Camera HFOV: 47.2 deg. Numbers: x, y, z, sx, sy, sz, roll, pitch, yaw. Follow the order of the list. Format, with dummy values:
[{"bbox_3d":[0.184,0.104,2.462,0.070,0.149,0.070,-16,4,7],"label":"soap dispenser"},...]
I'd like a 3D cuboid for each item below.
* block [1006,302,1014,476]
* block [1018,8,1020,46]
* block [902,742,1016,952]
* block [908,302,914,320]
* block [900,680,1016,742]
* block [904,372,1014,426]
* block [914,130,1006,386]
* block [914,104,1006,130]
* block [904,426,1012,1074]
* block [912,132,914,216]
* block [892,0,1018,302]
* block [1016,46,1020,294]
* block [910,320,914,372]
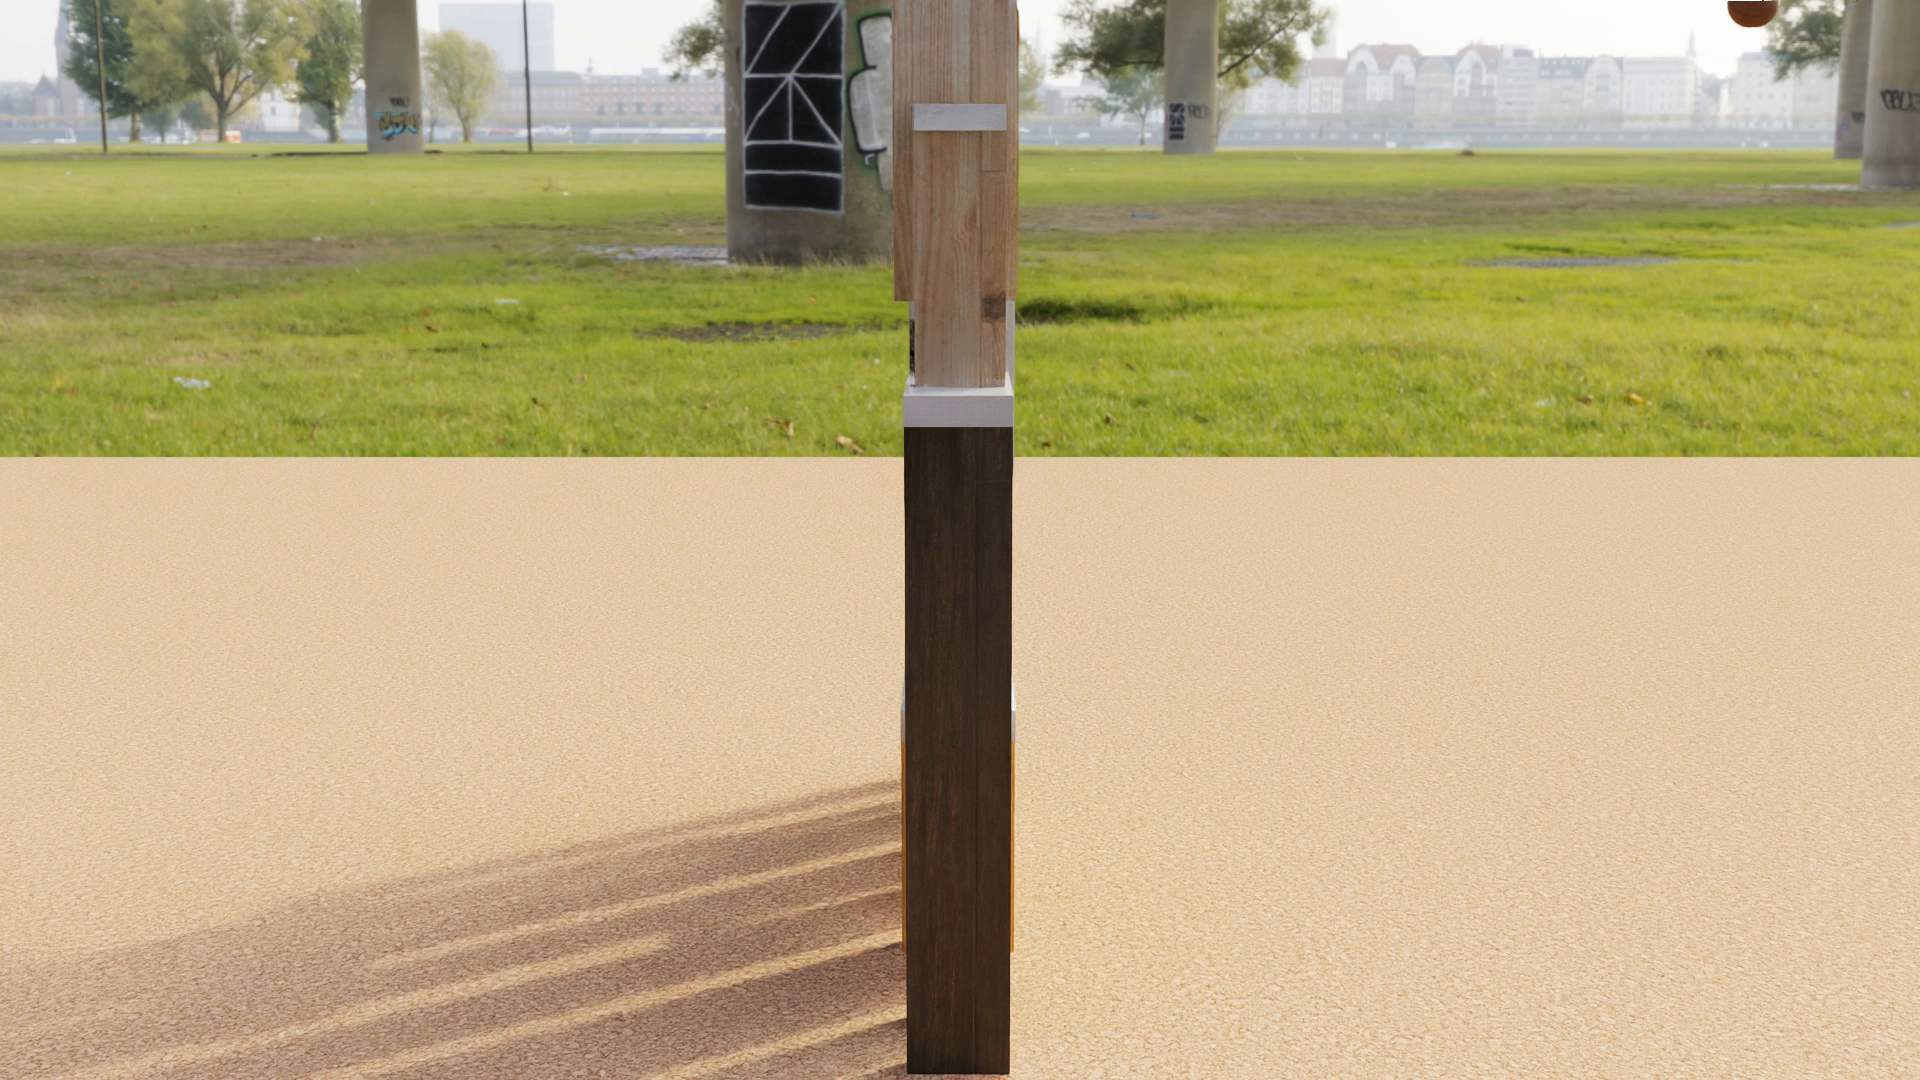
[{"bbox_3d":[0.004,-0.283,3.665,0.174,0.347,0.049,0,11,0],"label":"block"},{"bbox_3d":[-0.004,-0.770,3.336,0.180,0.051,0.359,0,11,0],"label":"block"},{"bbox_3d":[-0.003,0.464,3.399,0.173,0.347,0.049,0,11,0],"label":"block"},{"bbox_3d":[-0.004,-0.377,3.438,0.144,0.041,0.287,0,10,0],"label":"block"},{"bbox_3d":[-0.003,0.248,3.476,0.173,0.049,0.346,0,11,0],"label":"block"},{"bbox_3d":[-0.002,-0.188,2.911,0.139,0.039,0.278,0,11,0],"label":"block"},{"bbox_3d":[0.000,-0.364,2.853,0.118,0.328,0.033,0,11,0],"label":"block"},{"bbox_3d":[-0.001,-0.556,2.897,0.118,0.033,0.236,0,11,0],"label":"block"},{"bbox_3d":[-0.002,0.283,2.904,0.139,0.883,0.039,0,11,0],"label":"block"},{"bbox_3d":[-0.004,-0.438,2.998,0.118,0.236,0.033,0,11,1],"label":"block"},{"bbox_3d":[-0.007,-0.711,3.051,0.173,0.754,0.049,0,11,0],"label":"block"},{"bbox_3d":[-0.003,-0.546,3.255,0.180,0.359,0.051,0,11,0],"label":"block"},{"bbox_3d":[-0.004,-0.123,3.388,0.144,0.439,0.041,0,11,0],"label":"block"}]
